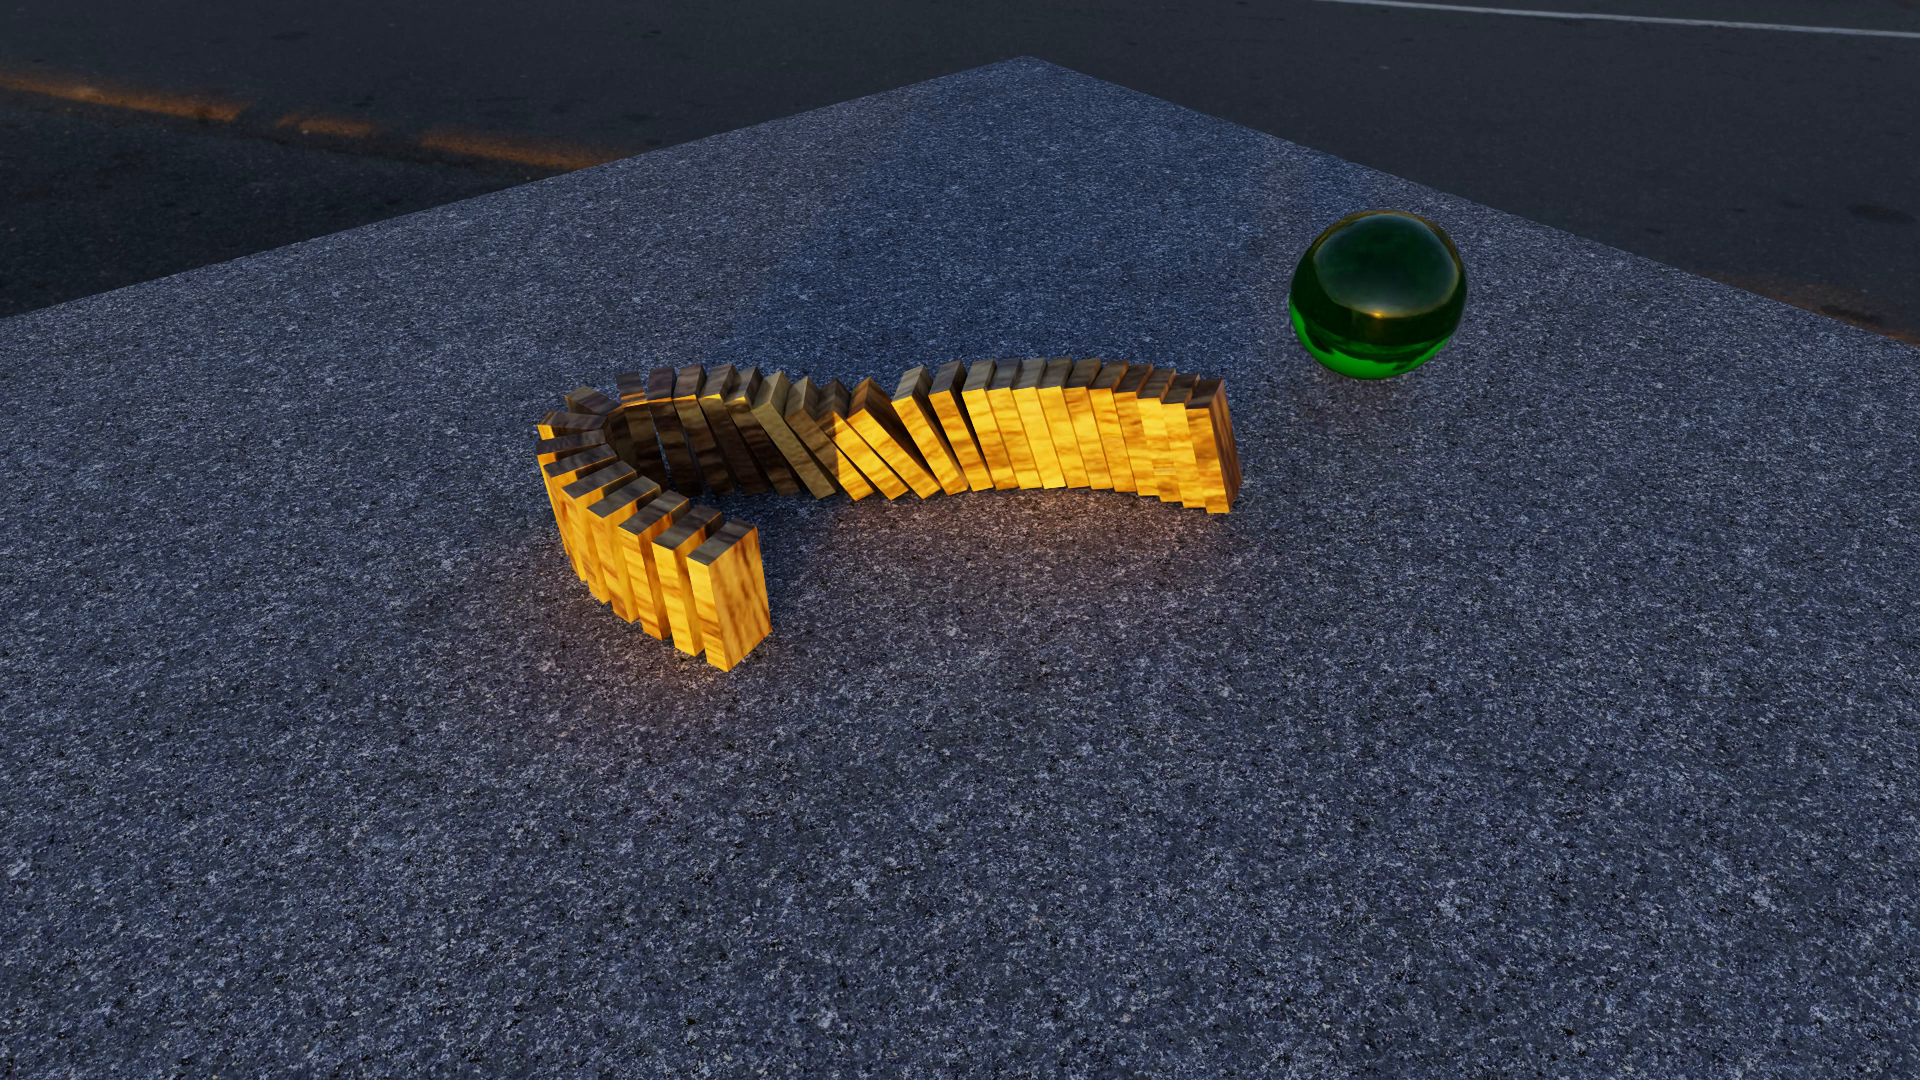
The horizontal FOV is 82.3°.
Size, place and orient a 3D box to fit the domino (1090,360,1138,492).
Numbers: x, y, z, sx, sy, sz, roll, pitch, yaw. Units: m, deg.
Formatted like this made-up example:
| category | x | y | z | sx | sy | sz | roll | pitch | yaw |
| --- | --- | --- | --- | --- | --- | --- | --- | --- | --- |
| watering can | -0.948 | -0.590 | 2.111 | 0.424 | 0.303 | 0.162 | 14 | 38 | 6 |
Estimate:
| category | x | y | z | sx | sy | sz | roll | pitch | yaw |
| --- | --- | --- | --- | --- | --- | --- | --- | --- | --- |
| domino | 0.069 | -0.049 | 0.470 | 0.009 | 0.050 | 0.025 | 0 | 35 | 30 |

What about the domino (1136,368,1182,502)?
| category | x | y | z | sx | sy | sz | roll | pitch | yaw |
| --- | --- | --- | --- | --- | --- | --- | --- | --- | --- |
| domino | 0.088 | -0.044 | 0.465 | 0.009 | 0.050 | 0.025 | 0 | 35 | 30 |

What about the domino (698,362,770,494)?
| category | x | y | z | sx | sy | sz | roll | pitch | yaw |
| --- | --- | --- | --- | --- | --- | --- | --- | --- | --- |
| domino | -0.094 | -0.047 | 0.468 | 0.009 | 0.050 | 0.025 | -10 | 38 | 13 |

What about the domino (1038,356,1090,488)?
| category | x | y | z | sx | sy | sz | roll | pitch | yaw |
| --- | --- | --- | --- | --- | --- | --- | --- | --- | --- |
| domino | 0.047 | -0.050 | 0.472 | 0.009 | 0.050 | 0.025 | -5 | 36 | 23 |

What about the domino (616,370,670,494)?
| category | x | y | z | sx | sy | sz | roll | pitch | yaw |
| --- | --- | --- | --- | --- | --- | --- | --- | --- | --- |
| domino | -0.133 | -0.043 | 0.463 | 0.009 | 0.050 | 0.025 | -15 | 42 | -14 |

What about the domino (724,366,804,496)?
| category | x | y | z | sx | sy | sz | roll | pitch | yaw |
| --- | --- | --- | --- | --- | --- | --- | --- | --- | --- |
| domino | -0.081 | -0.046 | 0.468 | 0.010 | 0.050 | 0.025 | -15 | 36 | 16 |

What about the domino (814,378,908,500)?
| category | x | y | z | sx | sy | sz | roll | pitch | yaw |
| --- | --- | --- | --- | --- | --- | --- | --- | --- | --- |
| domino | -0.041 | -0.042 | 0.466 | 0.010 | 0.050 | 0.025 | -30 | 34 | 21 |

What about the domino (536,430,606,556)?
| category | x | y | z | sx | sy | sz | roll | pitch | yaw |
| --- | --- | --- | --- | --- | --- | --- | --- | --- | --- |
| domino | -0.148 | -0.018 | 0.434 | 0.025 | 0.050 | 0.009 | -13 | 43 | -15 |

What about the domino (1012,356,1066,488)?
| category | x | y | z | sx | sy | sz | roll | pitch | yaw |
| --- | --- | --- | --- | --- | --- | --- | --- | --- | --- |
| domino | 0.036 | -0.050 | 0.472 | 0.009 | 0.050 | 0.025 | -6 | 36 | 22 |

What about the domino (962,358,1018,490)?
| category | x | y | z | sx | sy | sz | roll | pitch | yaw |
| --- | --- | --- | --- | --- | --- | --- | --- | --- | --- |
| domino | 0.015 | -0.049 | 0.471 | 0.010 | 0.050 | 0.025 | -8 | 36 | 20 |

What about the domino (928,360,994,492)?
| category | x | y | z | sx | sy | sz | roll | pitch | yaw |
| --- | --- | --- | --- | --- | --- | --- | --- | --- | --- |
| domino | 0.003 | -0.049 | 0.471 | 0.010 | 0.050 | 0.025 | -11 | 35 | 22 |

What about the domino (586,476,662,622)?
| category | x | y | z | sx | sy | sz | roll | pitch | yaw |
| --- | --- | --- | --- | --- | --- | --- | --- | --- | --- |
| domino | -0.120 | 0.004 | 0.407 | 0.010 | 0.050 | 0.025 | 27 | 47 | 29 |

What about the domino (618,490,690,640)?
| category | x | y | z | sx | sy | sz | roll | pitch | yaw |
| --- | --- | --- | --- | --- | --- | --- | --- | --- | --- |
| domino | -0.107 | 0.010 | 0.400 | 0.009 | 0.050 | 0.025 | 22 | 44 | 25 |

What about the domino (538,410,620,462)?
| category | x | y | z | sx | sy | sz | roll | pitch | yaw |
| --- | --- | --- | --- | --- | --- | --- | --- | --- | --- |
| domino | -0.151 | -0.028 | 0.445 | 0.025 | 0.050 | 0.010 | 6 | 42 | 7 |

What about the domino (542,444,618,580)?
| category | x | y | z | sx | sy | sz | roll | pitch | yaw |
| --- | --- | --- | --- | --- | --- | --- | --- | --- | --- |
| domino | -0.141 | -0.010 | 0.424 | 0.025 | 0.050 | 0.010 | -24 | 45 | -26 |

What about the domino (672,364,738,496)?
| category | x | y | z | sx | sy | sz | roll | pitch | yaw |
| --- | --- | --- | --- | --- | --- | --- | --- | --- | --- |
| domino | -0.107 | -0.047 | 0.468 | 0.009 | 0.050 | 0.025 | -11 | 39 | 4 |

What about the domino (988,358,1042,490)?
| category | x | y | z | sx | sy | sz | roll | pitch | yaw |
| --- | --- | --- | --- | --- | --- | --- | --- | --- | --- |
| domino | 0.026 | -0.050 | 0.472 | 0.010 | 0.050 | 0.025 | -6 | 36 | 22 |

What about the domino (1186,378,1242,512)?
| category | x | y | z | sx | sy | sz | roll | pitch | yaw |
| --- | --- | --- | --- | --- | --- | --- | --- | --- | --- |
| domino | 0.106 | -0.039 | 0.459 | 0.009 | 0.050 | 0.025 | 0 | 35 | 30 |

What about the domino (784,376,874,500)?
| category | x | y | z | sx | sy | sz | roll | pitch | yaw |
| --- | --- | --- | --- | --- | --- | --- | --- | --- | --- |
| domino | -0.054 | -0.043 | 0.466 | 0.009 | 0.050 | 0.025 | -27 | 35 | 19 |

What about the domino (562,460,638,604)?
| category | x | y | z | sx | sy | sz | roll | pitch | yaw |
| --- | --- | --- | --- | --- | --- | --- | --- | --- | --- |
| domino | -0.131 | -0.003 | 0.415 | 0.025 | 0.050 | 0.009 | -32 | 49 | -33 |

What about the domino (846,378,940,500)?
| category | x | y | z | sx | sy | sz | roll | pitch | yaw |
| --- | --- | --- | --- | --- | --- | --- | --- | --- | --- |
| domino | -0.027 | -0.043 | 0.468 | 0.010 | 0.050 | 0.025 | -30 | 32 | 24 |

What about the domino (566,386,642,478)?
| category | x | y | z | sx | sy | sz | roll | pitch | yaw |
| --- | --- | --- | --- | --- | --- | --- | --- | --- | --- |
| domino | -0.146 | -0.037 | 0.456 | 0.025 | 0.050 | 0.010 | 27 | 49 | 29 |

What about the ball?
| category | x | y | z | sx | sy | sz | roll | pitch | yaw |
| --- | --- | --- | --- | --- | --- | --- | --- | --- | --- |
| ball | 0.201 | -0.118 | 0.531 | 0.080 | 0.080 | 0.080 | 0 | 39 | 0 |

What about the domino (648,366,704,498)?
| category | x | y | z | sx | sy | sz | roll | pitch | yaw |
| --- | --- | --- | --- | --- | --- | --- | --- | --- | --- |
| domino | -0.120 | -0.045 | 0.466 | 0.010 | 0.050 | 0.025 | -11 | 40 | -3 |

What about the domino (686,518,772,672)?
| category | x | y | z | sx | sy | sz | roll | pitch | yaw |
| --- | --- | --- | --- | --- | --- | --- | --- | --- | --- |
| domino | -0.081 | 0.020 | 0.387 | 0.009 | 0.050 | 0.025 | 21 | 44 | 24 |

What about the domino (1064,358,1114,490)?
| category | x | y | z | sx | sy | sz | roll | pitch | yaw |
| --- | --- | --- | --- | --- | --- | --- | --- | --- | --- |
| domino | 0.058 | -0.050 | 0.472 | 0.010 | 0.050 | 0.025 | -3 | 36 | 26 |

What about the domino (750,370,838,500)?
| category | x | y | z | sx | sy | sz | roll | pitch | yaw |
| --- | --- | --- | --- | --- | --- | --- | --- | --- | --- |
| domino | -0.068 | -0.044 | 0.467 | 0.010 | 0.050 | 0.025 | -20 | 35 | 20 |

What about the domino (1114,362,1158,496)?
| category | x | y | z | sx | sy | sz | roll | pitch | yaw |
| --- | --- | --- | --- | --- | --- | --- | --- | --- | --- |
| domino | 0.079 | -0.047 | 0.468 | 0.009 | 0.050 | 0.025 | 0 | 35 | 30 |

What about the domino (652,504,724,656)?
| category | x | y | z | sx | sy | sz | roll | pitch | yaw |
| --- | --- | --- | --- | --- | --- | --- | --- | --- | --- |
| domino | -0.094 | 0.015 | 0.394 | 0.010 | 0.050 | 0.025 | 21 | 44 | 23 |

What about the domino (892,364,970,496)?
| category | x | y | z | sx | sy | sz | roll | pitch | yaw |
| --- | --- | --- | --- | --- | --- | --- | --- | --- | --- |
| domino | -0.010 | -0.047 | 0.469 | 0.010 | 0.050 | 0.025 | -17 | 33 | 25 |

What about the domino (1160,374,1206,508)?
| category | x | y | z | sx | sy | sz | roll | pitch | yaw |
| --- | --- | --- | --- | --- | --- | --- | --- | --- | --- |
| domino | 0.097 | -0.041 | 0.462 | 0.009 | 0.050 | 0.025 | 0 | 35 | 30 |
